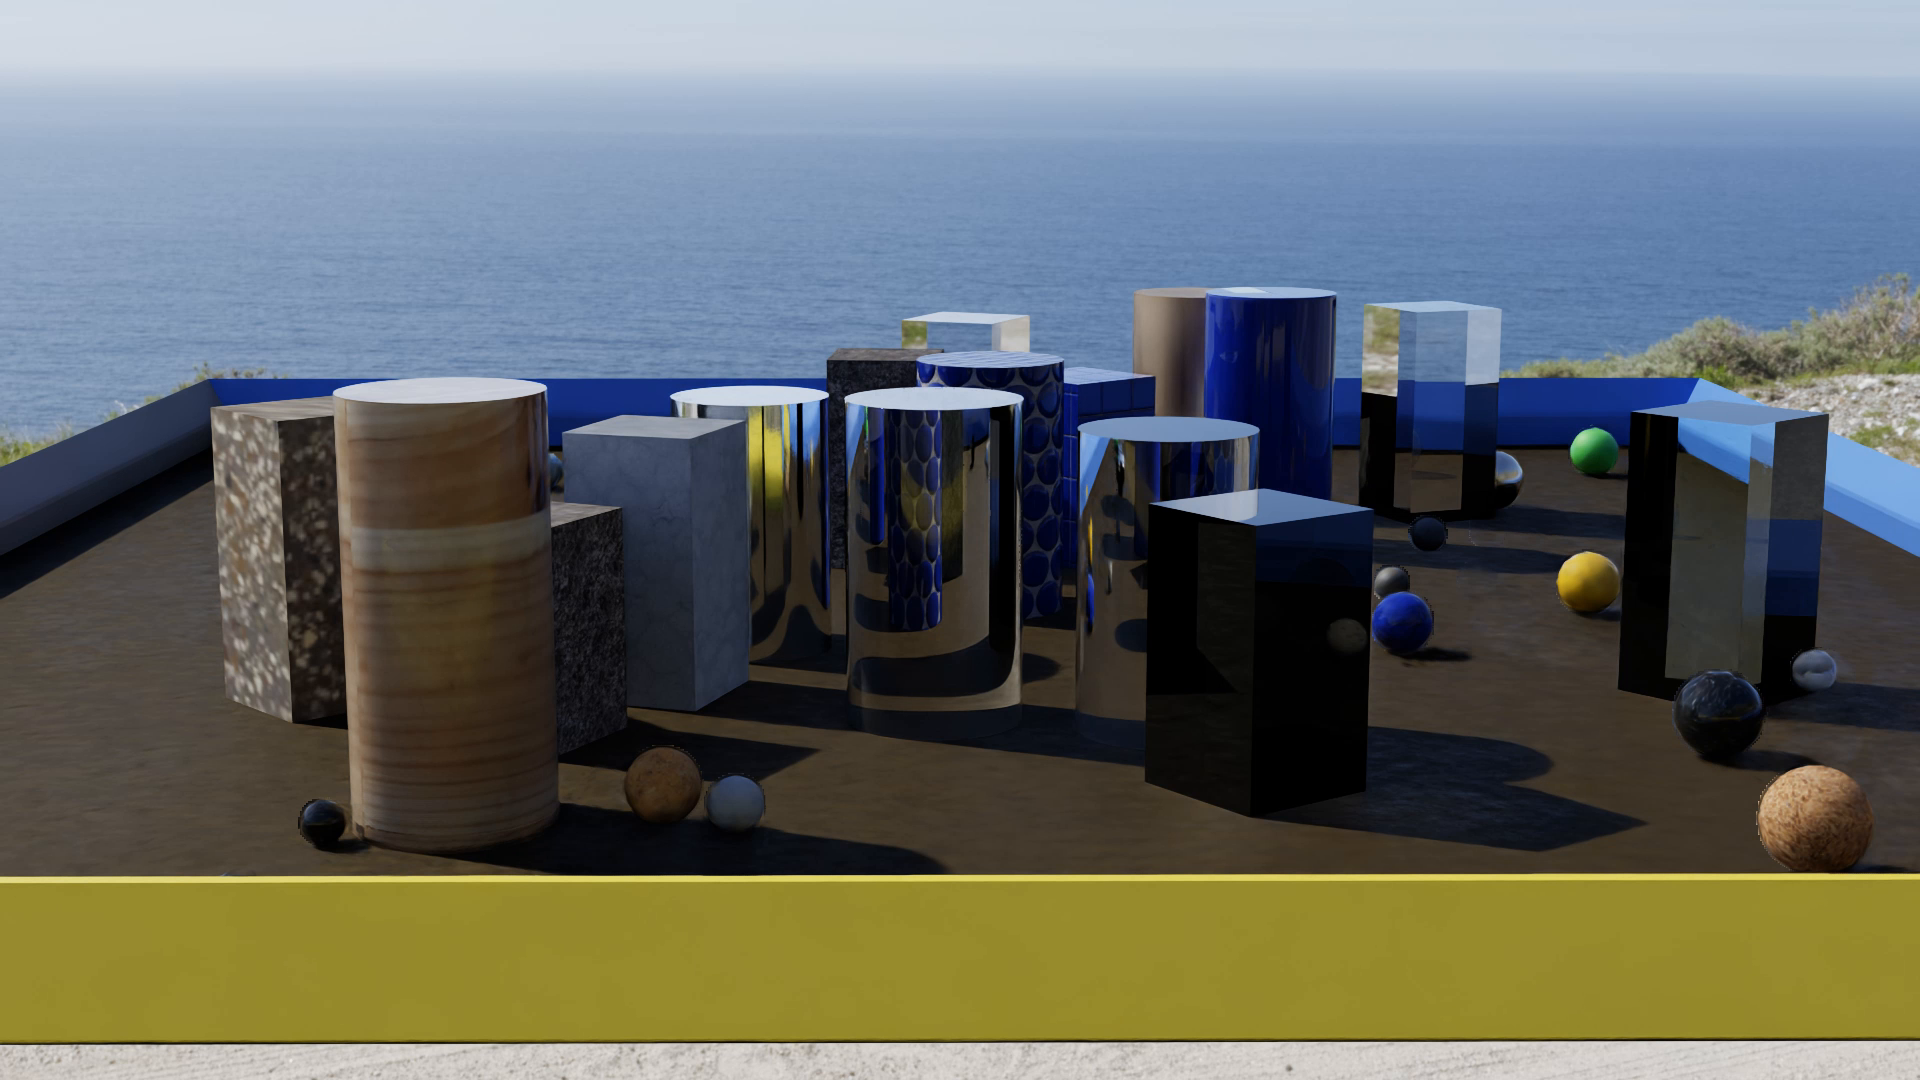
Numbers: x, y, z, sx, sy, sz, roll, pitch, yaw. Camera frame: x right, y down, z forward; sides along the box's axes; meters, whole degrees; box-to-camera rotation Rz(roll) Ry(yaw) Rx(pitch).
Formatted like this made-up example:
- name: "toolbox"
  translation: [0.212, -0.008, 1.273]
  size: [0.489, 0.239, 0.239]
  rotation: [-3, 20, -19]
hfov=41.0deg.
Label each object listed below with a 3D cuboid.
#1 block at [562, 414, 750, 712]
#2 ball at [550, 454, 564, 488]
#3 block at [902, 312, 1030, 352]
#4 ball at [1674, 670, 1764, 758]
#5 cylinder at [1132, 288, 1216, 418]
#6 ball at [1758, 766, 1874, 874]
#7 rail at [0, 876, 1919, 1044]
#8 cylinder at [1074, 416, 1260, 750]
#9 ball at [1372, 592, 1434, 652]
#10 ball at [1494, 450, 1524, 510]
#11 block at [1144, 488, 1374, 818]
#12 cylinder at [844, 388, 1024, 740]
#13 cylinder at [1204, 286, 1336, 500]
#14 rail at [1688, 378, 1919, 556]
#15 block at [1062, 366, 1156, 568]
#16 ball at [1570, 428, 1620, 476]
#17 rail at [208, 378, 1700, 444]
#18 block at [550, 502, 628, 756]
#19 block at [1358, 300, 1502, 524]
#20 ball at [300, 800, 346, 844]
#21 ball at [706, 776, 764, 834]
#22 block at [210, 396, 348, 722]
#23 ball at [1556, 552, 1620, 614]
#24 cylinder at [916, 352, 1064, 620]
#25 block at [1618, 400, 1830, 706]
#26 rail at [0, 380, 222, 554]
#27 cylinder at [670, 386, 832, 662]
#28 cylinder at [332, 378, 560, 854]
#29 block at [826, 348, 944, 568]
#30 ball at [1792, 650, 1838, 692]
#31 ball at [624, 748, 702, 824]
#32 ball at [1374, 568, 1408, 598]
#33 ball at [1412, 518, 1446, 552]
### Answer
- name: "block"
  translation: [-0.353, 0.023, 3.001]
  size: [0.159, 0.314, 0.159]
  rotation: [3, 11, 18]
- name: "ball"
  translation: [-0.723, -0.121, 4.469]
  size: [0.063, 0.063, 0.063]
  rotation: [0, 10, 0]
- name: "block"
  translation: [0.010, -0.206, 4.221]
  size: [0.159, 0.320, 0.159]
  rotation: [5, 11, 24]
- name: "ball"
  translation: [0.809, 0.185, 2.734]
  size: [0.092, 0.092, 0.092]
  rotation: [0, 10, 0]
- name: "cylinder"
  translation: [0.387, -0.236, 4.287]
  size: [0.199, 0.355, 0.199]
  rotation: [0, 10, 0]
- name: "ball"
  translation: [0.780, 0.255, 2.337]
  size: [0.099, 0.099, 0.099]
  rotation: [0, 10, 0]
- name: "rail"
  translation: [0.009, 0.311, 1.948]
  size: [2.888, 0.129, 0.045]
  rotation: [0, 10, 0]
- name: "cylinder"
  translation: [0.227, 0.044, 2.827]
  size: [0.199, 0.336, 0.199]
  rotation: [0, 10, 0]
- name: "ball"
  translation: [0.555, 0.103, 3.221]
  size: [0.076, 0.076, 0.076]
  rotation: [0, 10, 0]
- name: "ball"
  translation: [0.885, -0.100, 4.258]
  size: [0.098, 0.098, 0.098]
  rotation: [0, 10, 0]
- name: "block"
  translation: [0.301, 0.109, 2.599]
  size: [0.159, 0.291, 0.159]
  rotation: [-8, 13, -36]
- name: "cylinder"
  translation: [-0.029, 0.022, 2.868]
  size: [0.199, 0.364, 0.199]
  rotation: [0, 10, 0]
- name: "cylinder"
  translation: [0.473, -0.186, 3.933]
  size: [0.199, 0.386, 0.199]
  rotation: [0, 10, 0]
- name: "rail"
  translation: [1.420, 0.032, 3.457]
  size: [0.045, 0.129, 3.100]
  rotation: [0, 10, 0]
- name: "block"
  translation: [0.178, -0.111, 3.842]
  size: [0.159, 0.272, 0.159]
  rotation: [-9, 14, -40]
- name: "ball"
  translation: [1.141, -0.159, 4.612]
  size: [0.085, 0.085, 0.085]
  rotation: [0, 10, 0]
- name: "rail"
  translation: [-0.009, -0.245, 4.950]
  size: [2.888, 0.129, 0.045]
  rotation: [0, 10, 0]
- name: "block"
  translation: [-0.477, 0.093, 2.802]
  size: [0.159, 0.248, 0.159]
  rotation: [5, 12, 25]
- name: "block"
  translation: [0.766, -0.211, 4.191]
  size: [0.159, 0.341, 0.159]
  rotation: [-4, 11, -22]
- name: "ball"
  translation: [-0.602, 0.267, 2.428]
  size: [0.042, 0.042, 0.042]
  rotation: [0, 10, 0]
- name: "ball"
  translation: [-0.215, 0.254, 2.462]
  size: [0.056, 0.056, 0.056]
  rotation: [0, 10, 0]
- name: "block"
  translation: [-0.744, 0.017, 2.958]
  size: [0.159, 0.341, 0.159]
  rotation: [-9, 14, -42]
- name: "ball"
  translation: [0.845, 0.058, 3.449]
  size: [0.083, 0.083, 0.083]
  rotation: [0, 10, 0]
- name: "cylinder"
  translation: [0.041, -0.076, 3.471]
  size: [0.199, 0.338, 0.199]
  rotation: [0, 10, 0]
- name: "block"
  translation: [0.890, 0.015, 2.994]
  size: [0.159, 0.331, 0.159]
  rotation: [-9, 14, -40]
- name: "rail"
  translation: [-1.420, 0.035, 3.441]
  size: [0.045, 0.129, 3.100]
  rotation: [0, 10, 0]
- name: "cylinder"
  translation: [-0.263, -0.024, 3.237]
  size: [0.199, 0.320, 0.199]
  rotation: [0, 10, 0]
- name: "cylinder"
  translation: [-0.490, 0.067, 2.460]
  size: [0.199, 0.424, 0.199]
  rotation: [0, 10, 0]
- name: "block"
  translation: [-0.109, -0.123, 3.810]
  size: [0.159, 0.307, 0.159]
  rotation: [1, 11, 4]
- name: "ball"
  translation: [0.987, 0.151, 2.965]
  size: [0.050, 0.050, 0.050]
  rotation: [0, 10, 0]
- name: "ball"
  translation: [-0.288, 0.239, 2.492]
  size: [0.075, 0.075, 0.075]
  rotation: [0, 10, 0]
- name: "ball"
  translation: [0.594, 0.061, 3.531]
  size: [0.047, 0.047, 0.047]
  rotation: [0, 10, 0]
- name: "ball"
  translation: [0.710, -0.008, 3.891]
  size: [0.052, 0.052, 0.052]
  rotation: [0, 10, 0]
